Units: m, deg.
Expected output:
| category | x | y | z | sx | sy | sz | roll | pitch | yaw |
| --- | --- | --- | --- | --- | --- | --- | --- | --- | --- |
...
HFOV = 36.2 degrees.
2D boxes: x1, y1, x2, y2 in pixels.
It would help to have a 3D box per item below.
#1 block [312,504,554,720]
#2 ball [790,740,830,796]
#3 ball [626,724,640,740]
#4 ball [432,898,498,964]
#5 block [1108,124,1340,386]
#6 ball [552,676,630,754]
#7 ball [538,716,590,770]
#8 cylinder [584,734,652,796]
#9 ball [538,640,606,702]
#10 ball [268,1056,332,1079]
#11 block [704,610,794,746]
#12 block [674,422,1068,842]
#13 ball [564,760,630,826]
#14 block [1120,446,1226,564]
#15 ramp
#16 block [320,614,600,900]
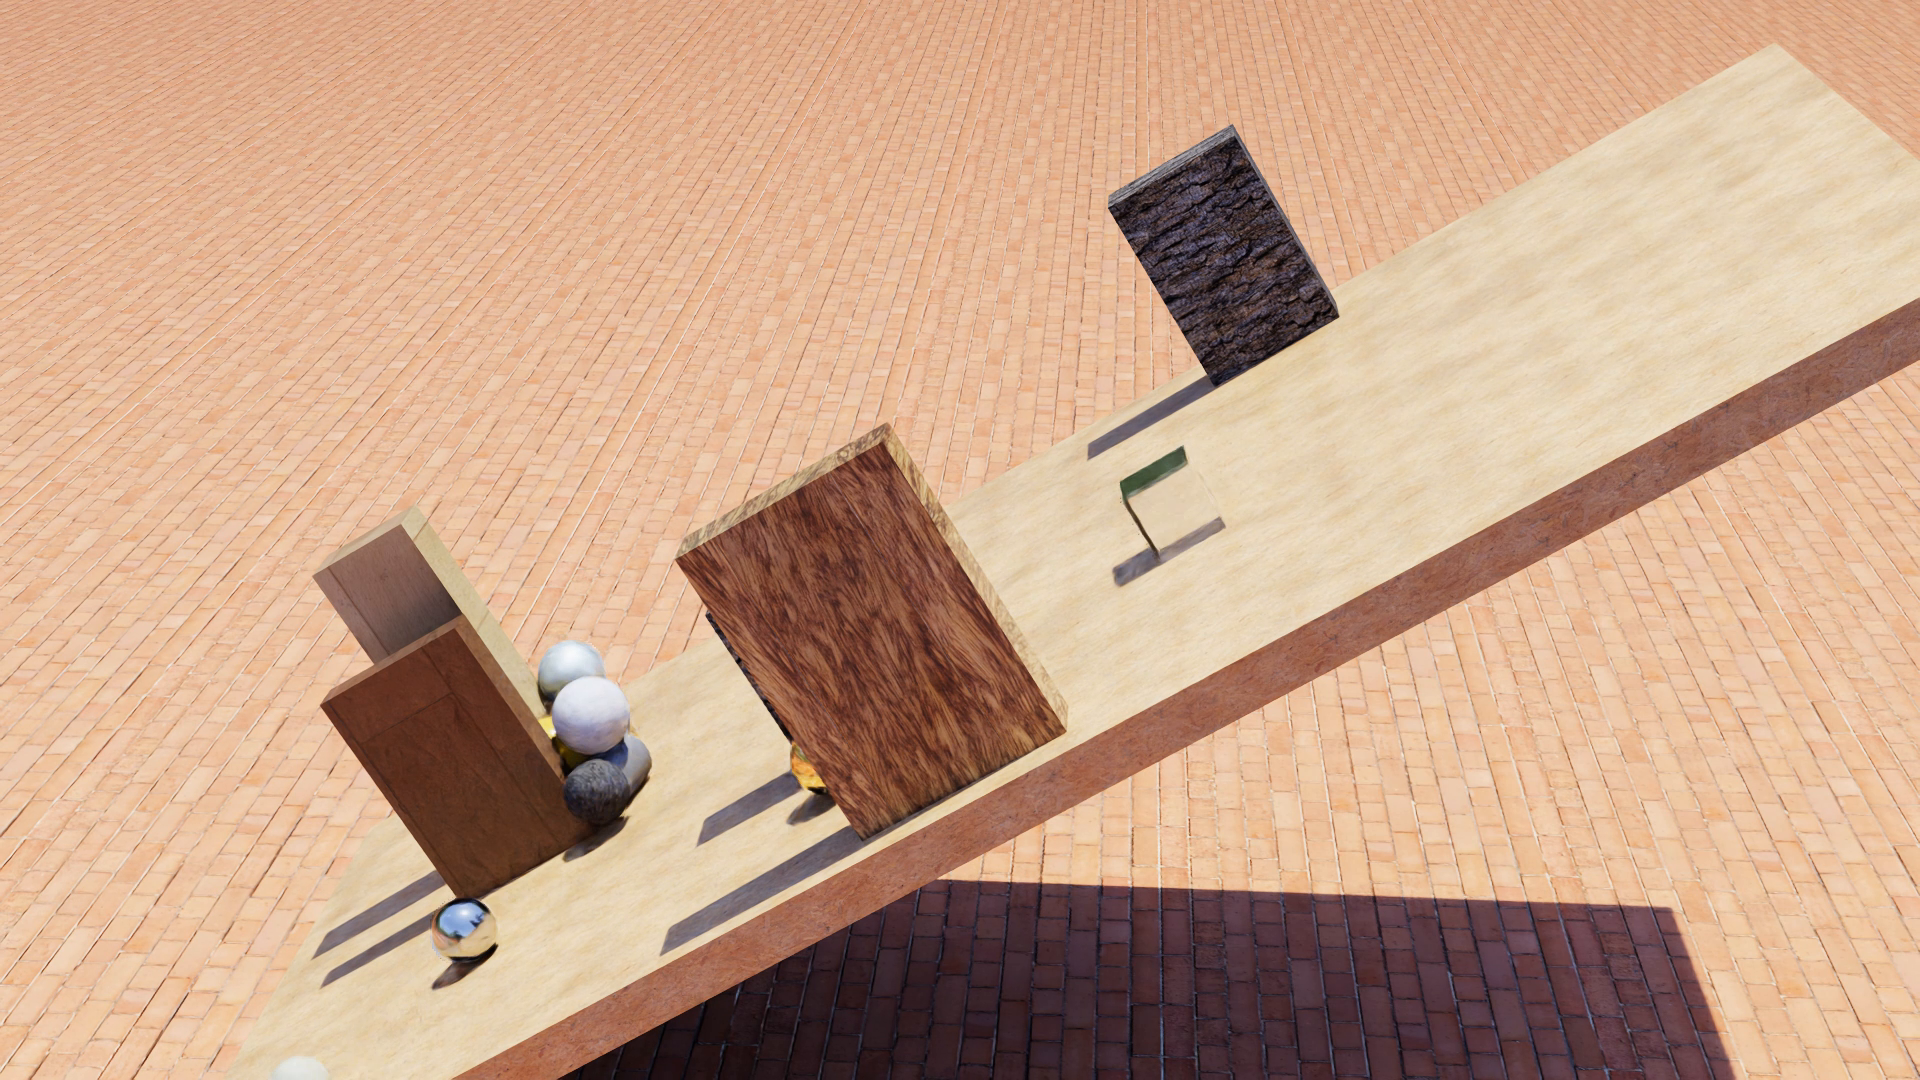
| category | x | y | z | sx | sy | sz | roll | pitch | yaw |
| --- | --- | --- | --- | --- | --- | --- | --- | --- | --- |
| block | -1.143 | 0.314 | 6.726 | 0.246 | 0.772 | 0.143 | -29 | 15 | 13 |
| ball | -0.262 | 0.428 | 5.786 | 0.148 | 0.148 | 0.148 | 0 | 19 | 0 |
| ball | -0.813 | 0.476 | 6.738 | 0.159 | 0.159 | 0.159 | 0 | 19 | 0 |
| ball | -1.034 | 0.815 | 6.139 | 0.137 | 0.137 | 0.137 | 0 | 19 | 0 |
| block | 0.612 | -0.660 | 6.830 | 0.332 | 0.493 | 0.139 | -29 | 15 | 13 |
| ball | -0.816 | 0.388 | 6.507 | 0.173 | 0.173 | 0.173 | 0 | 19 | 0 |
| ball | -0.915 | 0.479 | 6.609 | 0.164 | 0.164 | 0.164 | 0 | 19 | 0 |
| cylinder | -0.775 | 0.519 | 6.580 | 0.130 | 0.130 | 0.130 | 6 | 29 | 17 |
| ball | -0.896 | 0.309 | 6.783 | 0.155 | 0.155 | 0.155 | 0 | 19 | 0 |
| ball | -1.310 | 1.088 | 5.836 | 0.129 | 0.129 | 0.129 | 0 | 19 | 0 |
| block | -0.230 | 0.201 | 5.932 | 0.393 | 0.411 | 0.145 | -29 | 15 | 13 |
| block | -0.156 | 0.173 | 5.409 | 0.443 | 0.644 | 0.125 | -29 | 15 | 13 |
| ball | -0.792 | 0.550 | 6.412 | 0.143 | 0.143 | 0.143 | 0 | 19 | 0 |
| block | 0.431 | -0.072 | 5.973 | 0.152 | 0.152 | 0.152 | -30 | 15 | 9 |
| ramp | 0.142 | 0.168 | 6.288 | 4.000 | 0.100 | 2.000 | -29 | 15 | 13 |
| block | -1.096 | 0.488 | 6.488 | 0.361 | 0.558 | 0.090 | -29 | 15 | 13 |
